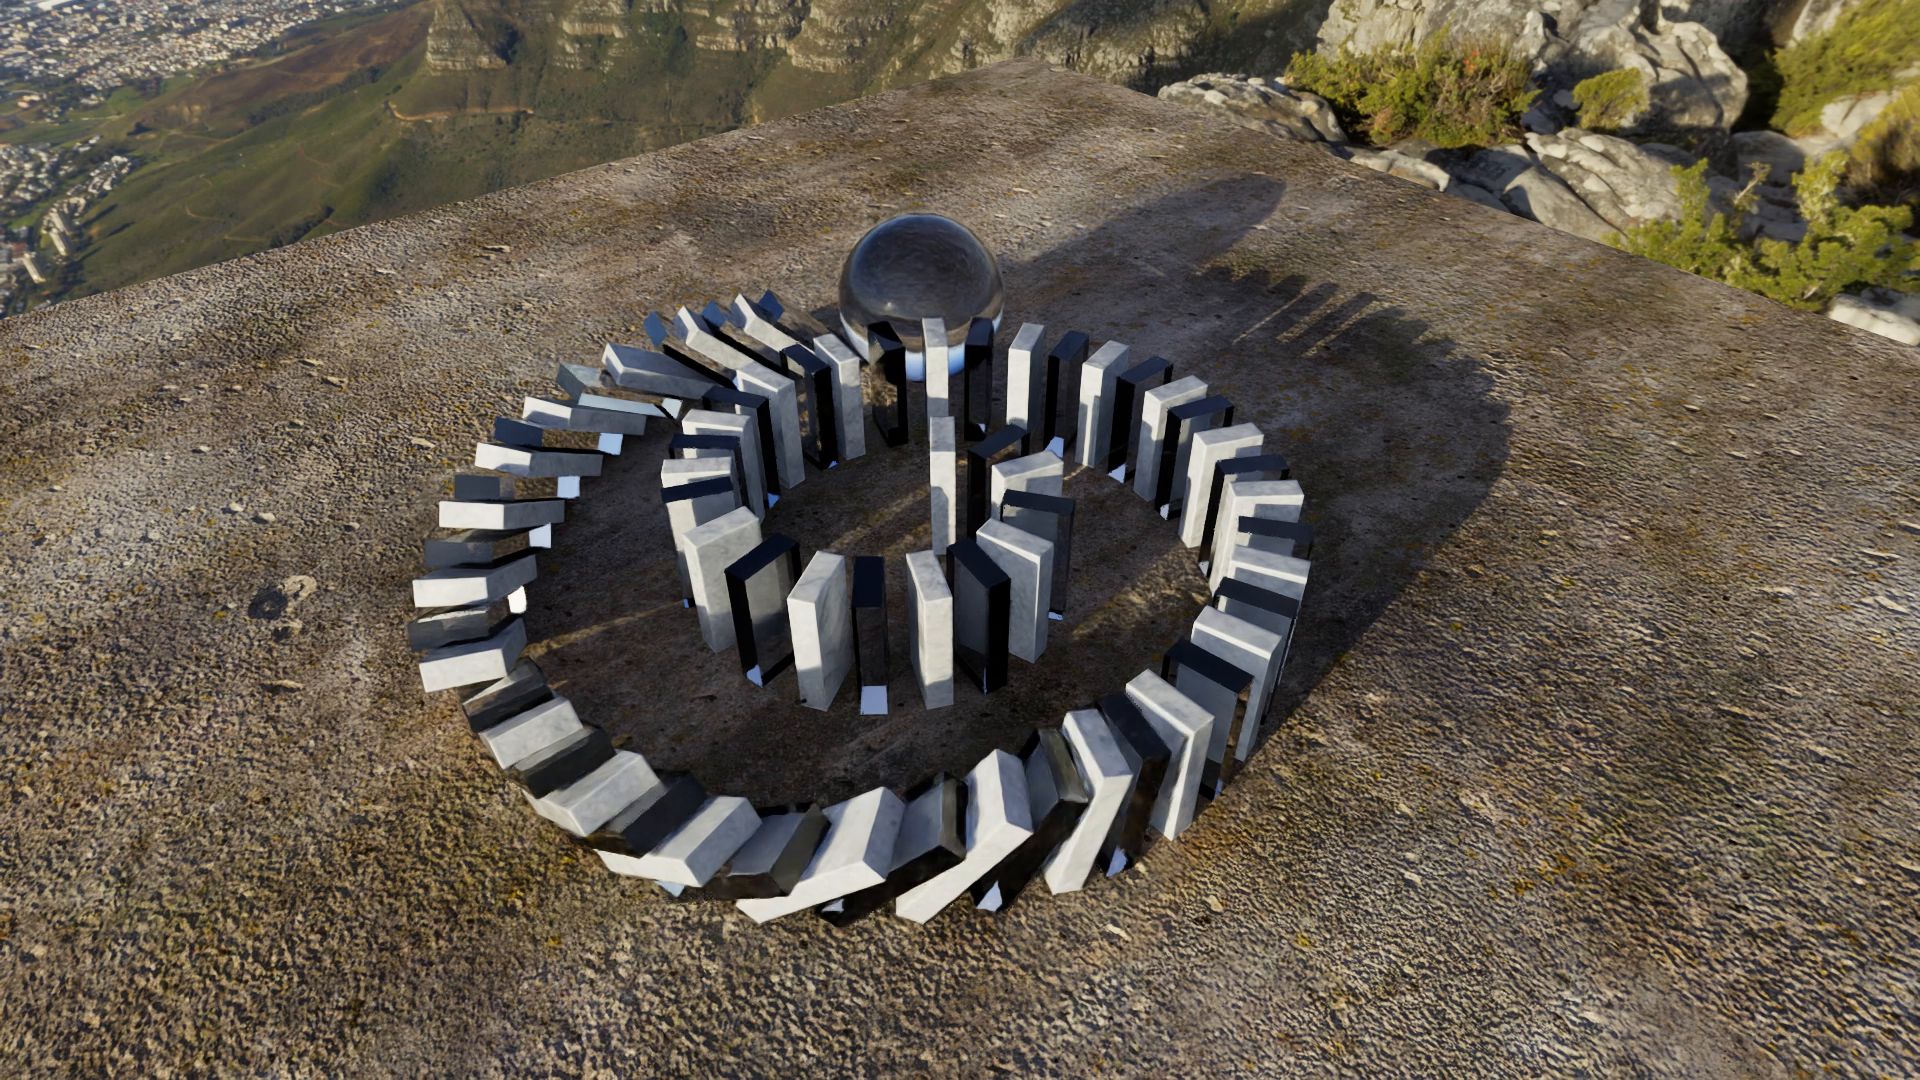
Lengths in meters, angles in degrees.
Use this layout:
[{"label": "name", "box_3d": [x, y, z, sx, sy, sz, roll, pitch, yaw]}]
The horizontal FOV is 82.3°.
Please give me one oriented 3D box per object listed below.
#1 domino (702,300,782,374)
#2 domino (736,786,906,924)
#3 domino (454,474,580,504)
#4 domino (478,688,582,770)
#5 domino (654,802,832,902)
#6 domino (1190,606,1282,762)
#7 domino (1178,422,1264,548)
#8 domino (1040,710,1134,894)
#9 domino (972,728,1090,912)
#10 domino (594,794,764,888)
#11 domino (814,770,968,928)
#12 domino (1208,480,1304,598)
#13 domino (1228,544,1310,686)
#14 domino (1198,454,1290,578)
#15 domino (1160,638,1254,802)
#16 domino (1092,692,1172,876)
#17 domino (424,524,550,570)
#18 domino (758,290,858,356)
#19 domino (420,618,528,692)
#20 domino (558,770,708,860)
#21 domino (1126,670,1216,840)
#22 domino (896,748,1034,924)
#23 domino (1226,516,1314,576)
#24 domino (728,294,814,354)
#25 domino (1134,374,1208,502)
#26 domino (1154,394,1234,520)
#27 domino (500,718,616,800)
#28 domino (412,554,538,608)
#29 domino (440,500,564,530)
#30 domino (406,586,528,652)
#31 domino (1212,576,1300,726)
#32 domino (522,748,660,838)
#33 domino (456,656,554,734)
[{"label": "domino", "box_3d": [-0.100, -0.096, 0.536, 0.050, 0.009, 0.025, 28, 18, -42]}, {"label": "domino", "box_3d": [-0.040, 0.089, 0.311, 0.050, 0.010, 0.025, -27, 28, 30]}, {"label": "domino", "box_3d": [-0.179, -0.021, 0.448, 0.025, 0.009, 0.050, 4, 5, 9]}, {"label": "domino", "box_3d": [-0.139, 0.058, 0.350, 0.025, 0.010, 0.050, -28, 12, -27]}, {"label": "domino", "box_3d": [-0.062, 0.089, 0.314, 0.050, 0.010, 0.025, -17, 27, 37]}, {"label": "domino", "box_3d": [0.086, 0.047, 0.354, 0.025, 0.050, 0.009, 23, 45, 26]}, {"label": "domino", "box_3d": [0.103, -0.021, 0.438, 0.025, 0.050, 0.009, -11, 41, -14]}, {"label": "domino", "box_3d": [0.033, 0.076, 0.318, 0.010, 0.050, 0.025, 0, 37, -22]}, {"label": "domino", "box_3d": [0.017, 0.080, 0.314, 0.009, 0.050, 0.025, 15, 34, -24]}, {"label": "domino", "box_3d": [-0.082, 0.086, 0.319, 0.050, 0.010, 0.025, -10, 26, 44]}, {"label": "domino", "box_3d": [-0.019, 0.088, 0.311, 0.050, 0.010, 0.025, -36, 30, 27]}, {"label": "domino", "box_3d": [0.110, 0.001, 0.410, 0.025, 0.050, 0.009, -2, 39, -2]}, {"label": "domino", "box_3d": [0.103, 0.026, 0.379, 0.025, 0.050, 0.009, 14, 41, 16]}, {"label": "domino", "box_3d": [0.108, -0.009, 0.422, 0.025, 0.050, 0.010, -6, 40, -8]}, {"label": "domino", "box_3d": [0.074, 0.056, 0.343, 0.025, 0.050, 0.009, 28, 47, 30]}, {"label": "domino", "box_3d": [0.045, 0.072, 0.323, 0.009, 0.050, 0.025, -11, 40, -25]}, {"label": "domino", "box_3d": [-0.180, 0.002, 0.422, 0.025, 0.009, 0.050, 2, 9, 3]}, {"label": "domino", "box_3d": [-0.074, -0.103, 0.544, 0.050, 0.009, 0.025, 27, 18, -43]}, {"label": "domino", "box_3d": [-0.166, 0.039, 0.377, 0.025, 0.010, 0.050, -11, 10, -13]}, {"label": "domino", "box_3d": [-0.098, 0.079, 0.324, 0.050, 0.010, 0.025, -11, 24, 49]}, {"label": "domino", "box_3d": [0.060, 0.065, 0.332, 0.009, 0.050, 0.025, -29, 47, -31]}, {"label": "domino", "box_3d": [0.000, 0.084, 0.312, 0.010, 0.050, 0.025, 28, 31, -26]}, {"label": "domino", "box_3d": [0.108, 0.015, 0.393, 0.025, 0.050, 0.009, 8, 40, 10]}, {"label": "domino", "box_3d": [-0.088, -0.100, 0.540, 0.050, 0.010, 0.025, 27, 18, -43]}, {"label": "domino", "box_3d": [0.088, -0.042, 0.463, 0.025, 0.050, 0.010, -21, 44, -24]}, {"label": "domino", "box_3d": [0.096, -0.033, 0.452, 0.025, 0.050, 0.009, -16, 42, -19]}, {"label": "domino", "box_3d": [-0.127, 0.066, 0.342, 0.025, 0.009, 0.050, -29, 13, -30]}, {"label": "domino", "box_3d": [-0.178, 0.014, 0.406, 0.025, 0.010, 0.050, -2, 9, -2]}, {"label": "domino", "box_3d": [-0.180, -0.011, 0.435, 0.025, 0.010, 0.050, 3, 5, 5]}, {"label": "domino", "box_3d": [-0.173, 0.027, 0.390, 0.025, 0.009, 0.050, -8, 9, -6]}, {"label": "domino", "box_3d": [0.095, 0.037, 0.366, 0.025, 0.050, 0.009, 19, 43, 22]}, {"label": "domino", "box_3d": [-0.112, 0.074, 0.331, 0.025, 0.010, 0.050, -37, 17, -32]}, {"label": "domino", "box_3d": [-0.150, 0.050, 0.361, 0.025, 0.010, 0.050, -24, 11, -24]}]
